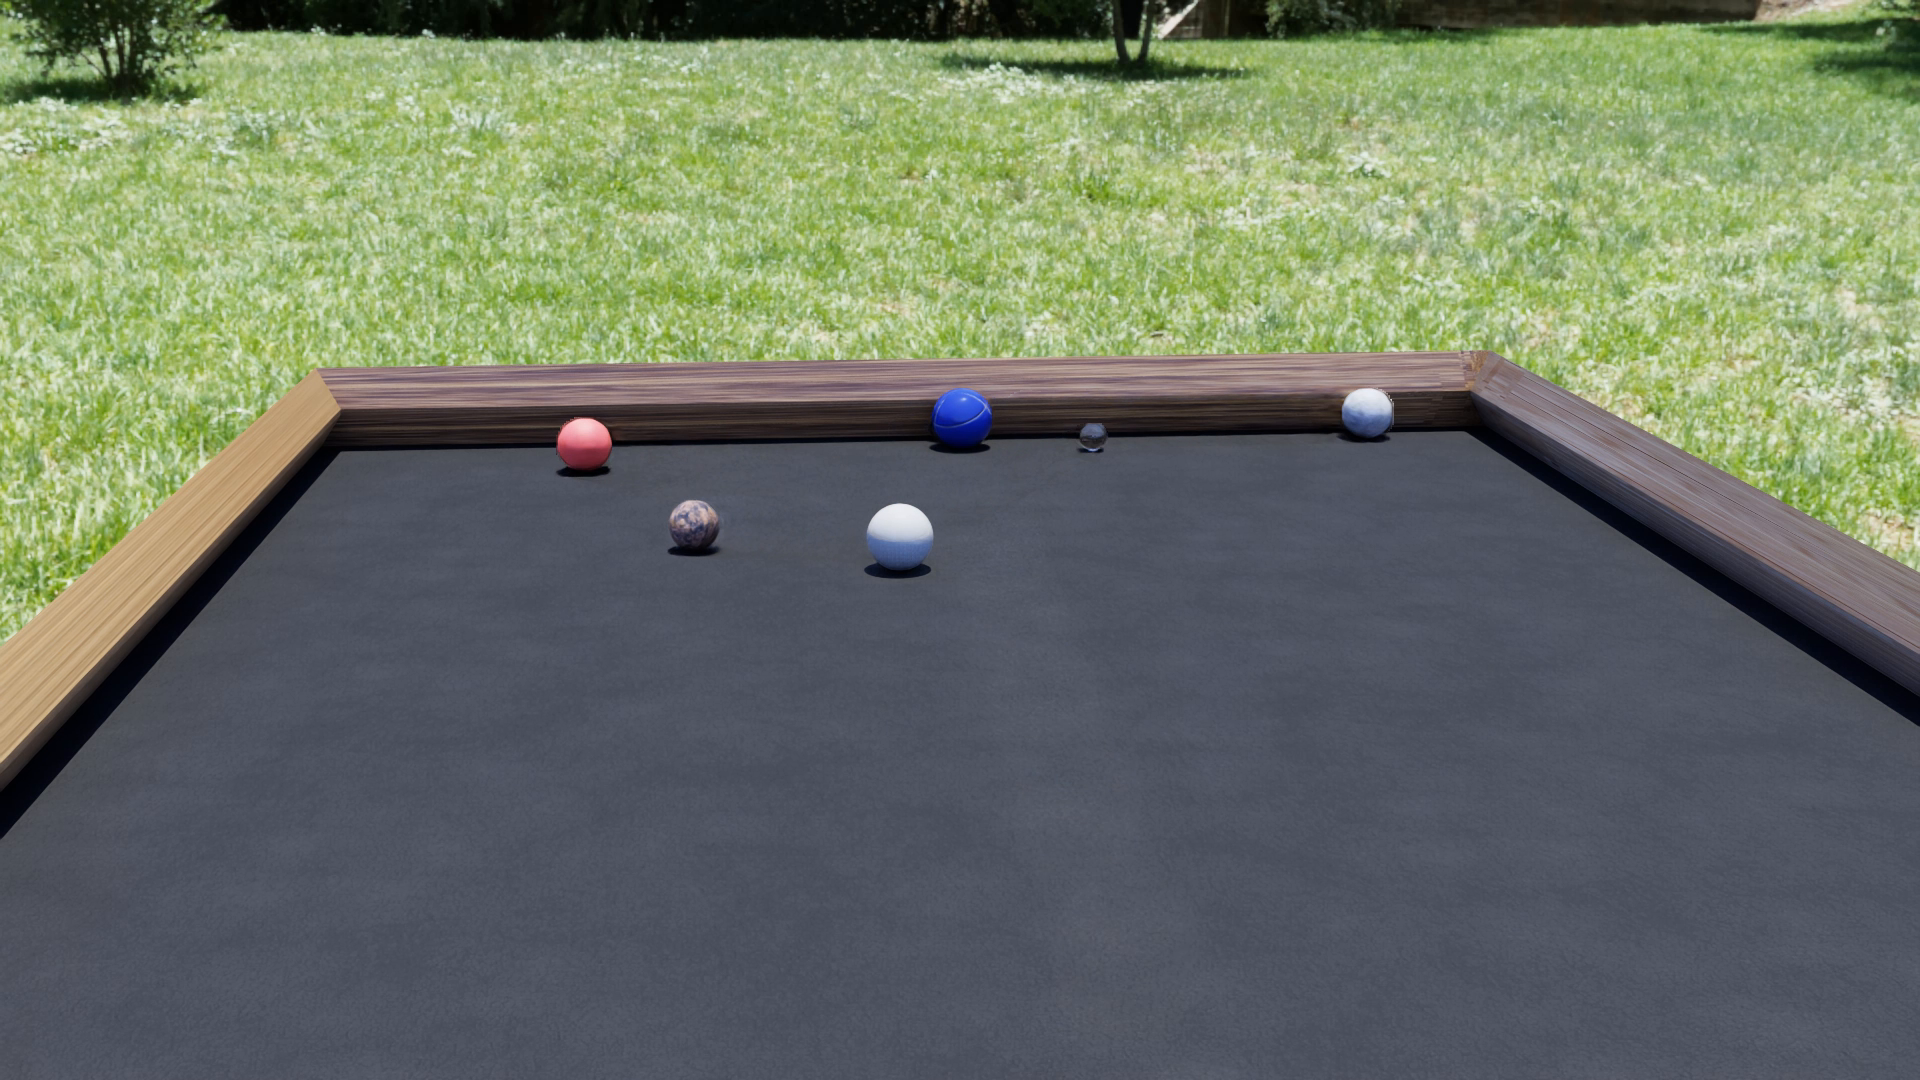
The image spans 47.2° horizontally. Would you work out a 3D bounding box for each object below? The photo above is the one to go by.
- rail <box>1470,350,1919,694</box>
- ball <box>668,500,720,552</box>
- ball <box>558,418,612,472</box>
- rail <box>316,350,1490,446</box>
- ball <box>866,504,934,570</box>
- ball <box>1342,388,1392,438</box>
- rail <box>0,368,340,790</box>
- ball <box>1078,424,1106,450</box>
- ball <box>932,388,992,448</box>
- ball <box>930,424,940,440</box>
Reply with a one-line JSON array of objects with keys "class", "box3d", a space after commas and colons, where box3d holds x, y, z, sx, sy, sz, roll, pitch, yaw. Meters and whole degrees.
[{"class": "rail", "box3d": [1.008, 0.155, 2.102, 0.045, 0.126, 3.294, -1, 15, -5]}, {"class": "ball", "box3d": [-0.350, -0.019, 2.897, 0.067, 0.067, 0.067, 0, 14, 0]}, {"class": "ball", "box3d": [-0.572, -0.145, 3.355, 0.082, 0.082, 0.082, 0, 14, 0]}, {"class": "rail", "box3d": [-0.070, -0.229, 3.588, 1.927, 0.126, 0.045, -1, 15, -5]}, {"class": "ball", "box3d": [-0.076, -0.004, 2.800, 0.086, 0.086, 0.086, 0, 14, 0]}, {"class": "ball", "box3d": [0.666, -0.208, 3.598, 0.083, 0.083, 0.083, 0, 14, 0]}, {"class": "rail", "box3d": [-0.864, 0.196, 1.942, 0.045, 0.126, 3.294, -1, 15, -5]}, {"class": "ball", "box3d": [0.211, -0.164, 3.507, 0.043, 0.043, 0.043, 0, 14, 0]}, {"class": "ball", "box3d": [0.004, -0.195, 3.520, 0.097, 0.097, 0.097, 0, 14, 0]}, {"class": "ball", "box3d": [-0.029, -0.182, 3.583, 0.040, 0.040, 0.040, 0, 14, 0]}]
